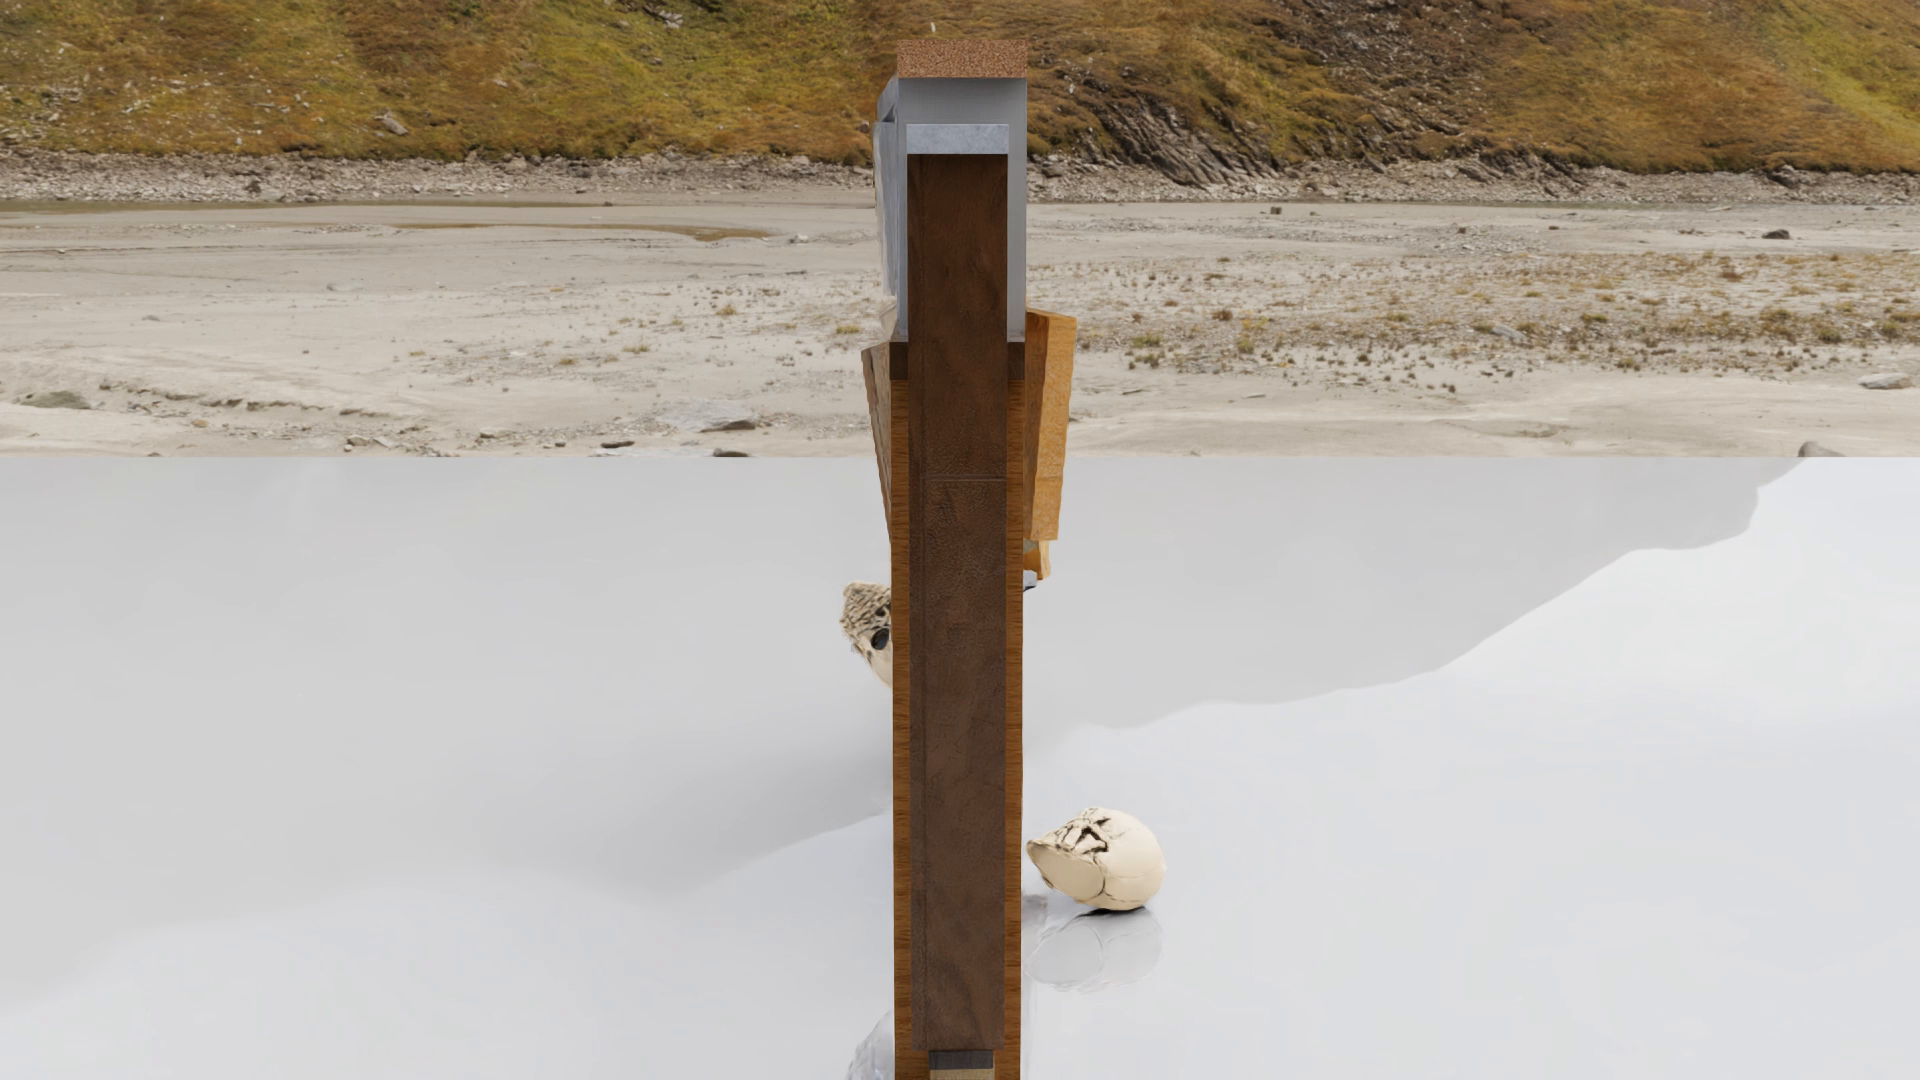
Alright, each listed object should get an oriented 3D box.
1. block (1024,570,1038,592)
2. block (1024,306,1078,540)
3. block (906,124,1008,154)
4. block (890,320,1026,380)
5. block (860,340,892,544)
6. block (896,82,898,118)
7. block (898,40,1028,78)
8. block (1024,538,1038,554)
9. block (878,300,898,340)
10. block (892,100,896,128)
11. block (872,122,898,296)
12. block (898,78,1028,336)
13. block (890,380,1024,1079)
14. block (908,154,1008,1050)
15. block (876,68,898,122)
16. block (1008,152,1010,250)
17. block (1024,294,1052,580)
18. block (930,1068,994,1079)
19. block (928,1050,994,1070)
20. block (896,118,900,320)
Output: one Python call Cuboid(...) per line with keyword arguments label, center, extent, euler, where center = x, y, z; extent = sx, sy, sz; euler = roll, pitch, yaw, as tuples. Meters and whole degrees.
Cuboid(label="block", center=(0.049, 0.086, 3.910), extent=(0.094, 0.027, 0.188), euler=(4, -15, -28))
Cuboid(label="block", center=(0.117, -0.198, 3.683), extent=(0.050, 0.370, 0.177), euler=(0, 11, -25))
Cuboid(label="block", center=(0.000, -0.458, 2.511), extent=(0.111, 0.031, 0.222), euler=(0, 11, 1))
Cuboid(label="block", center=(-0.003, -0.243, 2.780), extent=(0.162, 0.046, 0.323), euler=(0, 11, 0))
Cuboid(label="block", center=(-0.081, -0.182, 3.918), extent=(0.050, 0.355, 0.177), euler=(-6, -4, -38))
Cuboid(label="block", center=(-0.003, -0.615, 3.080), extent=(0.163, 0.046, 0.327), euler=(0, 11, 0))
Cuboid(label="block", center=(0.004, -0.599, 2.759), extent=(0.155, 0.044, 0.310), euler=(0, 11, 0))
Cuboid(label="block", center=(0.045, 0.000, 3.895), extent=(0.094, 0.027, 0.188), euler=(-26, 25, -27))
Cuboid(label="block", center=(-0.025, -0.402, 3.778), extent=(0.177, 0.050, 0.355), euler=(-13, 2, -10))
Cuboid(label="block", center=(-0.022, -0.584, 3.652), extent=(0.148, 0.297, 0.042), euler=(-7, 13, -10))
Cuboid(label="block", center=(-0.067, -0.583, 3.843), extent=(0.148, 0.297, 0.042), euler=(-7, 10, -16))
Cuboid(label="block", center=(0.003, -0.407, 2.691), extent=(0.155, 0.310, 0.044), euler=(0, 11, 0))
Cuboid(label="block", center=(-0.003, 0.270, 2.766), extent=(0.162, 0.958, 0.046), euler=(0, 11, 0))
Cuboid(label="block", center=(-0.003, 0.088, 2.535), extent=(0.111, 1.051, 0.031), euler=(0, 11, -1))
Cuboid(label="block", center=(-0.048, -0.755, 3.722), extent=(0.149, 0.042, 0.297), euler=(-7, 1, -9))
Cuboid(label="block", center=(0.002, -0.347, 2.607), extent=(0.111, 0.222, 0.031), euler=(0, 10, 0))
Cuboid(label="block", center=(0.052, -0.419, 4.497), extent=(0.177, 1.011, 0.050), euler=(-2, 7, 23))
Cuboid(label="block", center=(0.003, 0.700, 2.656), extent=(0.077, 0.153, 0.022), euler=(0, 11, 0))
Cuboid(label="block", center=(-0.002, 0.605, 2.689), extent=(0.077, 0.022, 0.153), euler=(0, 11, -2))
Cuboid(label="block", center=(-0.004, -0.361, 3.020), extent=(0.163, 0.429, 0.046), euler=(0, 11, 0))
